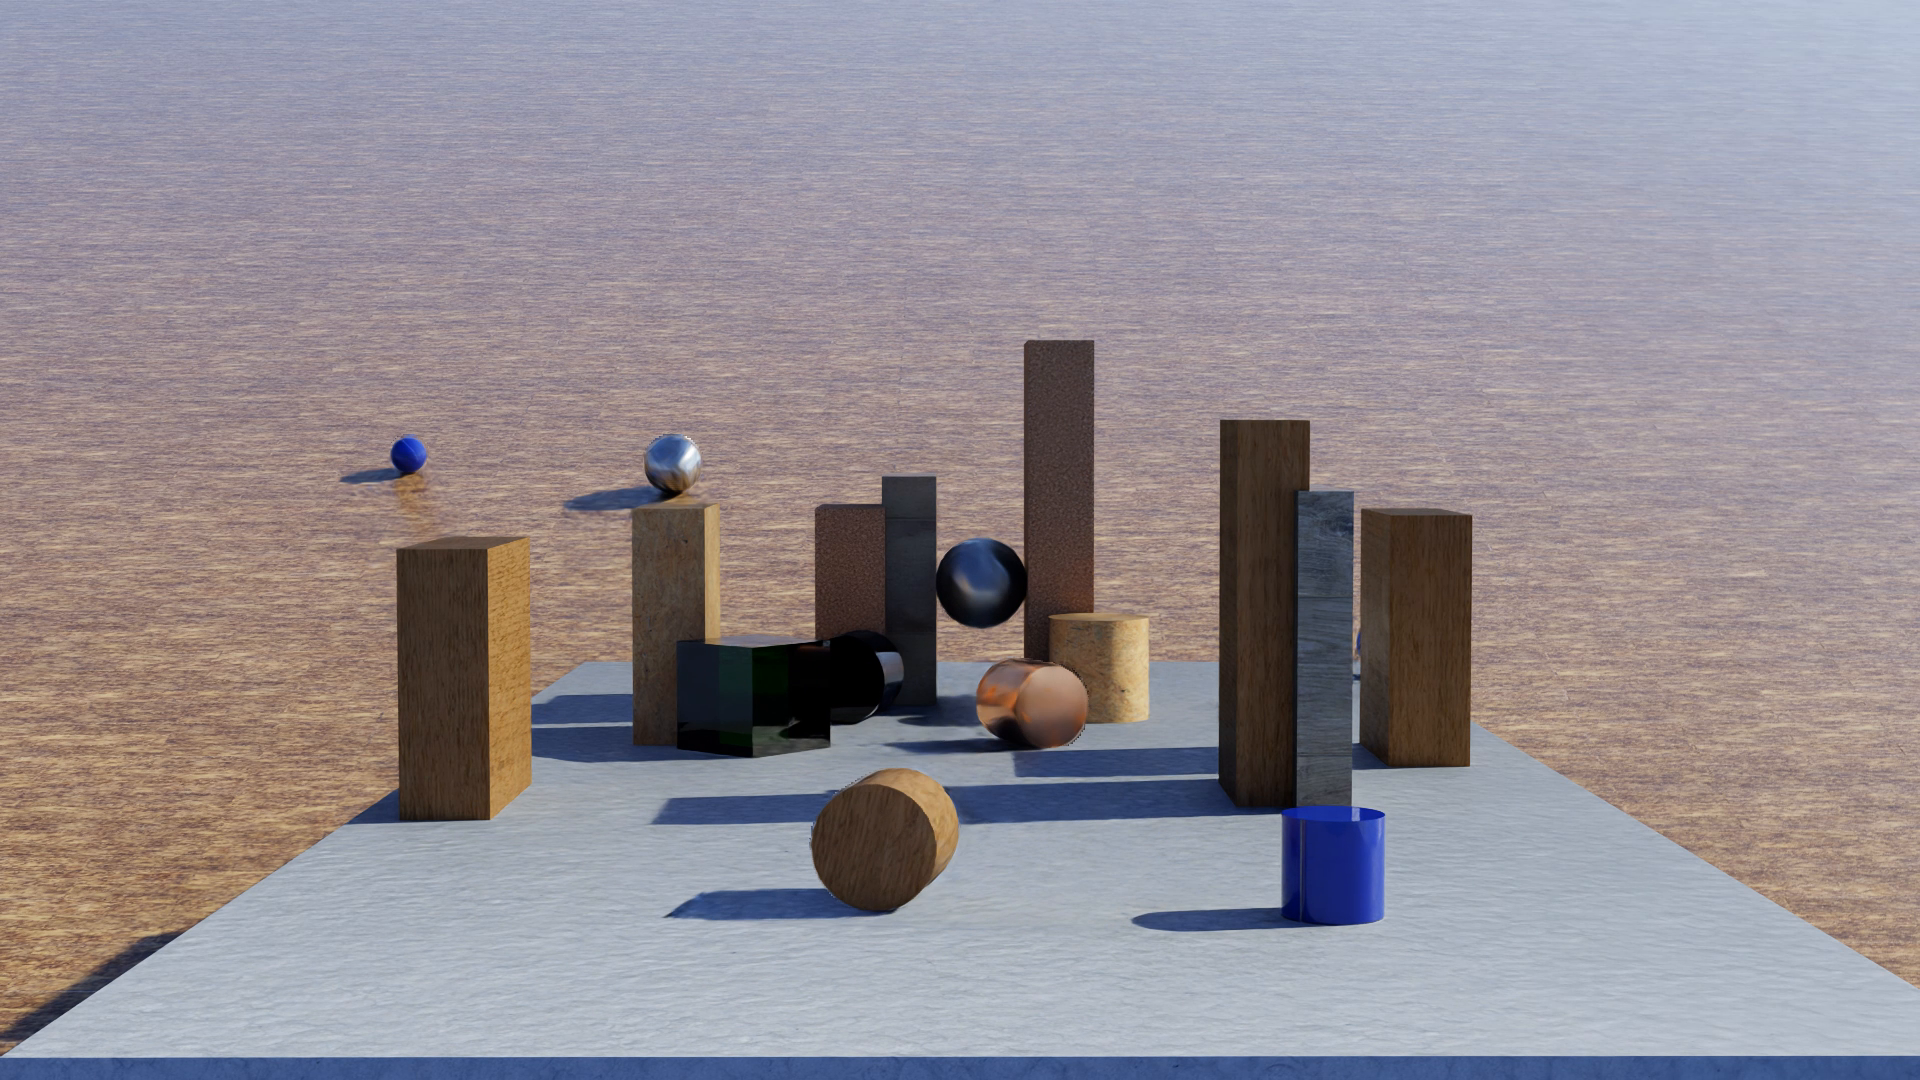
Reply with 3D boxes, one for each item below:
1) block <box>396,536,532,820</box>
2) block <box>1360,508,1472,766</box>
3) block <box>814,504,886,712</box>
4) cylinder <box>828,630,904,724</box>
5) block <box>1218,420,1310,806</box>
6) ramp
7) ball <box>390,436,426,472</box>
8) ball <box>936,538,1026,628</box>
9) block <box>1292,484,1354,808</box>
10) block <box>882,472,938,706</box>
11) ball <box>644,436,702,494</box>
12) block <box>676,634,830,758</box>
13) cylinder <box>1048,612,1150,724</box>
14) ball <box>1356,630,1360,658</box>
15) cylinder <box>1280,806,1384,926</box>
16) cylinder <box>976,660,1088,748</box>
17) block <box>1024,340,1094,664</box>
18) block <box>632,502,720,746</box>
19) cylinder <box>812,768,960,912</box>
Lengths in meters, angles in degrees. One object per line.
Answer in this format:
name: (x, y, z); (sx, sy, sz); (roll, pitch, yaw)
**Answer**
block: (-0.802, 0.215, 4.185); (0.141, 0.422, 0.392); (0, 3, 0)
block: (0.838, 0.172, 4.748); (0.146, 0.450, 0.331); (0, 3, 0)
block: (-0.232, 0.143, 5.551); (0.146, 0.430, 0.278); (0, 3, 0)
cylinder: (-0.222, 0.281, 5.314); (0.178, 0.178, 0.178); (5, 4, 11)
block: (0.500, 0.112, 4.252); (0.115, 0.620, 0.274); (0, 3, 0)
ramp: (0.051, 0.459, 4.533); (2.000, 0.100, 4.000); (0, 3, 0)
ball: (-1.730, -0.267, 8.066); (0.113, 0.113, 0.113); (0, 22, 0)
ball: (0.046, 0.093, 5.530); (0.197, 0.197, 0.197); (0, 22, 0)
block: (0.577, 0.168, 4.257); (0.087, 0.509, 0.387); (0, 3, 0)
block: (-0.110, 0.102, 5.718); (0.117, 0.495, 0.340); (0, 3, 0)
ball: (-0.881, -0.230, 7.889); (0.176, 0.176, 0.176); (0, 22, 0)
block: (-0.389, 0.291, 4.847); (0.204, 0.204, 0.204); (2, 4, 41)
cylinder: (0.288, 0.264, 5.334); (0.209, 0.209, 0.209); (0, 3, 0)
ball: (1.028, 0.249, 6.163); (0.157, 0.157, 0.157); (0, 22, 0)
cylinder: (0.469, 0.408, 3.237); (0.129, 0.129, 0.129); (0, 3, 0)
cylinder: (0.136, 0.311, 4.903); (0.157, 0.157, 0.157); (-12, 8, -27)
block: (0.213, -0.037, 5.598); (0.139, 0.784, 0.350); (0, 3, 0)
block: (-0.554, 0.158, 5.041); (0.138, 0.451, 0.310); (0, 3, 0)
cylinder: (-0.095, 0.387, 3.341); (0.162, 0.162, 0.162); (4, 3, 10)
